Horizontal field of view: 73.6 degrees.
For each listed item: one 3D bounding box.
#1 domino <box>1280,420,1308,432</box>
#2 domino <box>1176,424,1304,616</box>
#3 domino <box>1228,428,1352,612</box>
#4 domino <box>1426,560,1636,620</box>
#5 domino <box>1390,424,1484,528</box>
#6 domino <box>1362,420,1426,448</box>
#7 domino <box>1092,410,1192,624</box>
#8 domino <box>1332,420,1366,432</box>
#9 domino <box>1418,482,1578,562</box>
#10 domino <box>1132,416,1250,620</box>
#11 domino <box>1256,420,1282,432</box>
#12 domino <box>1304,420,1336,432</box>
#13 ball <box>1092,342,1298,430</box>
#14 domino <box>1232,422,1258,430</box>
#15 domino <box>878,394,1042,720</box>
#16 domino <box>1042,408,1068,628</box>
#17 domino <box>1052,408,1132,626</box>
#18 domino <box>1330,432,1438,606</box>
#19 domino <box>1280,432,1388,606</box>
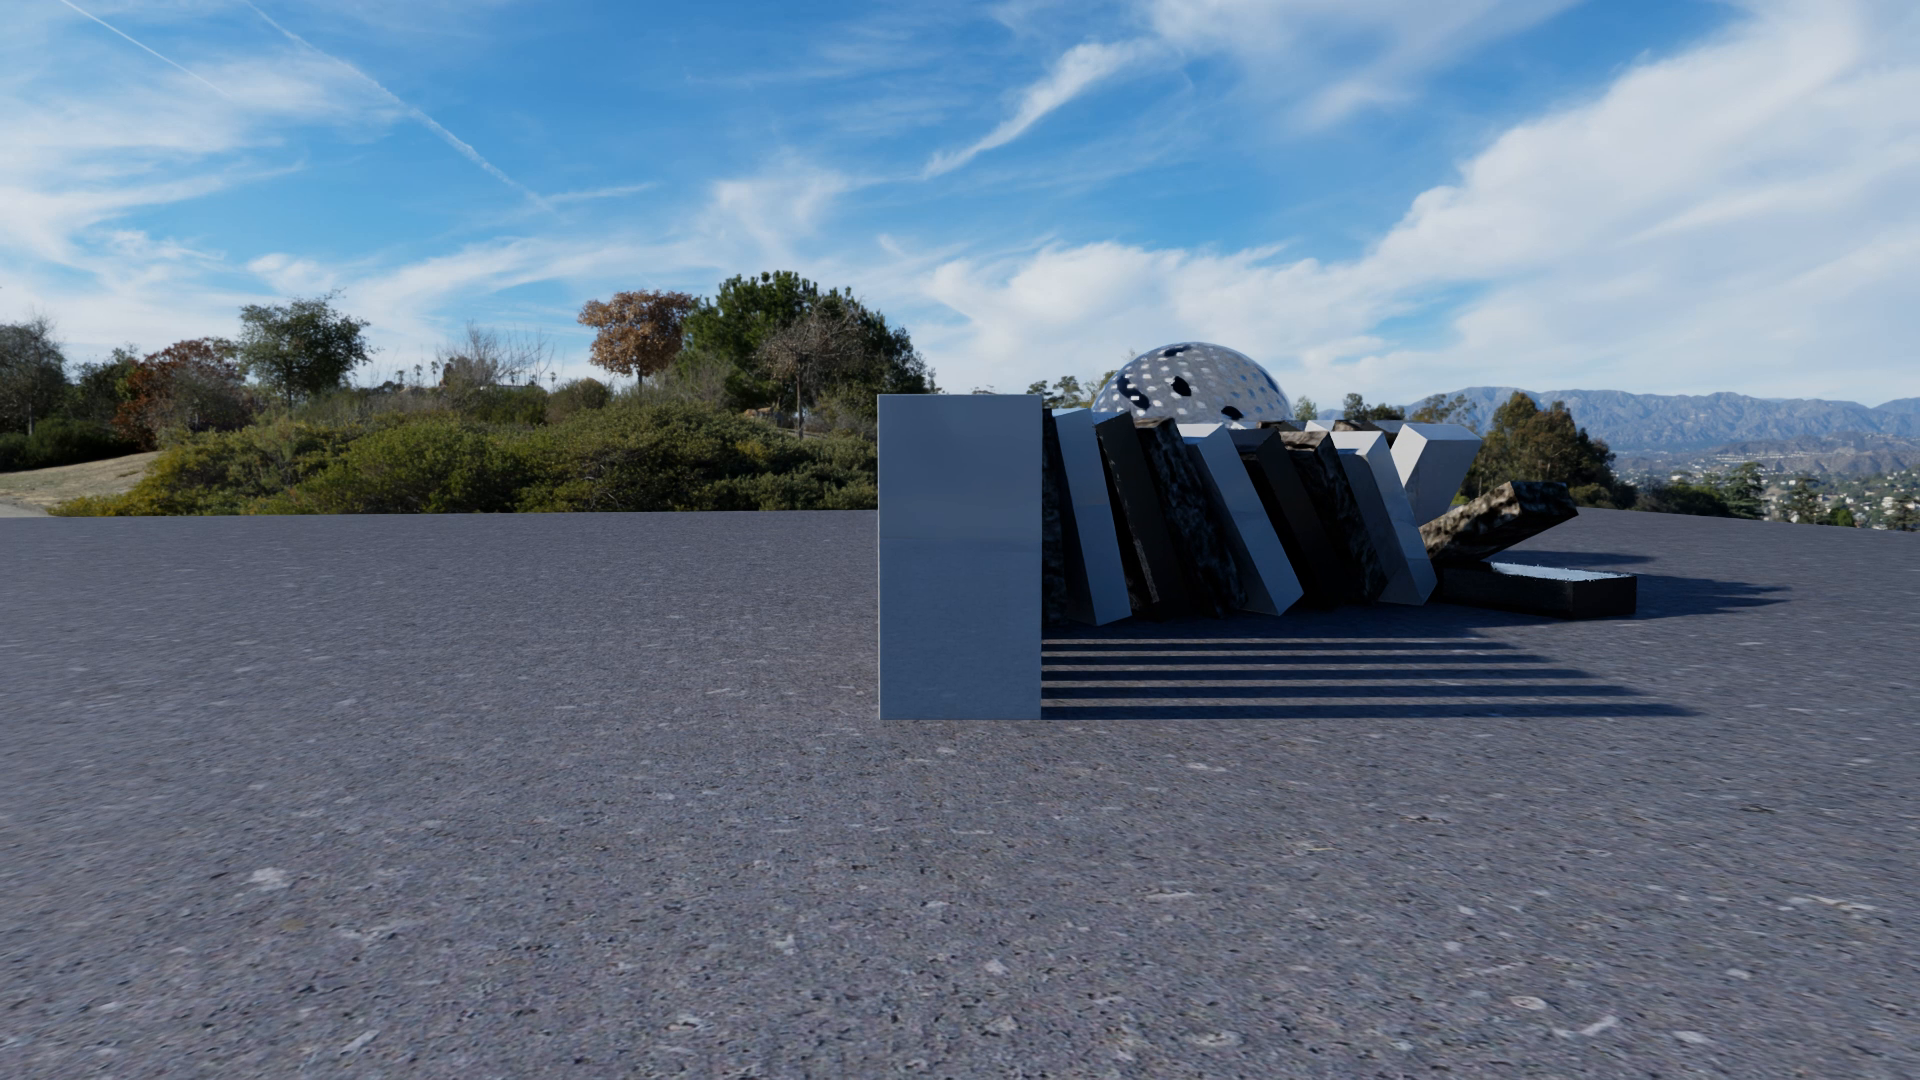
[{"bbox_3d":[0.109,-0.013,0.414,0.025,0.050,0.010,-3,28,-32],"label":"domino"},{"bbox_3d":[0.065,-0.005,0.323,0.009,0.050,0.025,-37,20,-21],"label":"domino"},{"bbox_3d":[0.079,-0.005,0.329,0.009,0.050,0.025,-42,25,-24],"label":"domino"},{"bbox_3d":[0.146,0.013,0.337,0.025,0.010,0.050,-2,5,-29],"label":"domino"},{"bbox_3d":[0.131,-0.010,0.376,0.025,0.050,0.009,-3,35,-32],"label":"domino"},{"bbox_3d":[0.126,-0.011,0.387,0.025,0.050,0.009,-3,29,-33],"label":"domino"},{"bbox_3d":[0.039,-0.006,0.313,0.009,0.050,0.025,-23,12,-19],"label":"domino"},{"bbox_3d":[0.120,-0.012,0.397,0.025,0.050,0.010,-3,28,-33],"label":"domino"},{"bbox_3d":[0.141,-0.001,0.357,0.025,0.009,0.050,0,-23,-33],"label":"domino"},{"bbox_3d":[0.052,-0.006,0.318,0.009,0.050,0.025,-30,15,-19],"label":"domino"},{"bbox_3d":[0.103,-0.014,0.422,0.025,0.050,0.009,-3,28,-32],"label":"domino"},{"bbox_3d":[0.114,-0.013,0.405,0.025,0.050,0.010,-3,28,-33],"label":"domino"},{"bbox_3d":[0.086,-0.033,0.477,0.080,0.080,0.080,0,4,0],"label":"ball"},{"bbox_3d":[0.097,-0.015,0.431,0.025,0.050,0.009,-3,28,-32],"label":"domino"},{"bbox_3d":[0.000,0.002,0.201,0.025,0.050,0.009,0,4,0],"label":"domino"},{"bbox_3d":[0.014,-0.006,0.305,0.010,0.050,0.025,-7,7,-21],"label":"domino"},{"bbox_3d":[0.026,-0.006,0.308,0.009,0.050,0.025,-16,10,-20],"label":"domino"},{"bbox_3d":[0.105,-0.006,0.338,0.025,0.050,0.009,5,43,48],"label":"domino"},{"bbox_3d":[0.091,-0.005,0.335,0.025,0.050,0.009,5,43,48],"label":"domino"}]
